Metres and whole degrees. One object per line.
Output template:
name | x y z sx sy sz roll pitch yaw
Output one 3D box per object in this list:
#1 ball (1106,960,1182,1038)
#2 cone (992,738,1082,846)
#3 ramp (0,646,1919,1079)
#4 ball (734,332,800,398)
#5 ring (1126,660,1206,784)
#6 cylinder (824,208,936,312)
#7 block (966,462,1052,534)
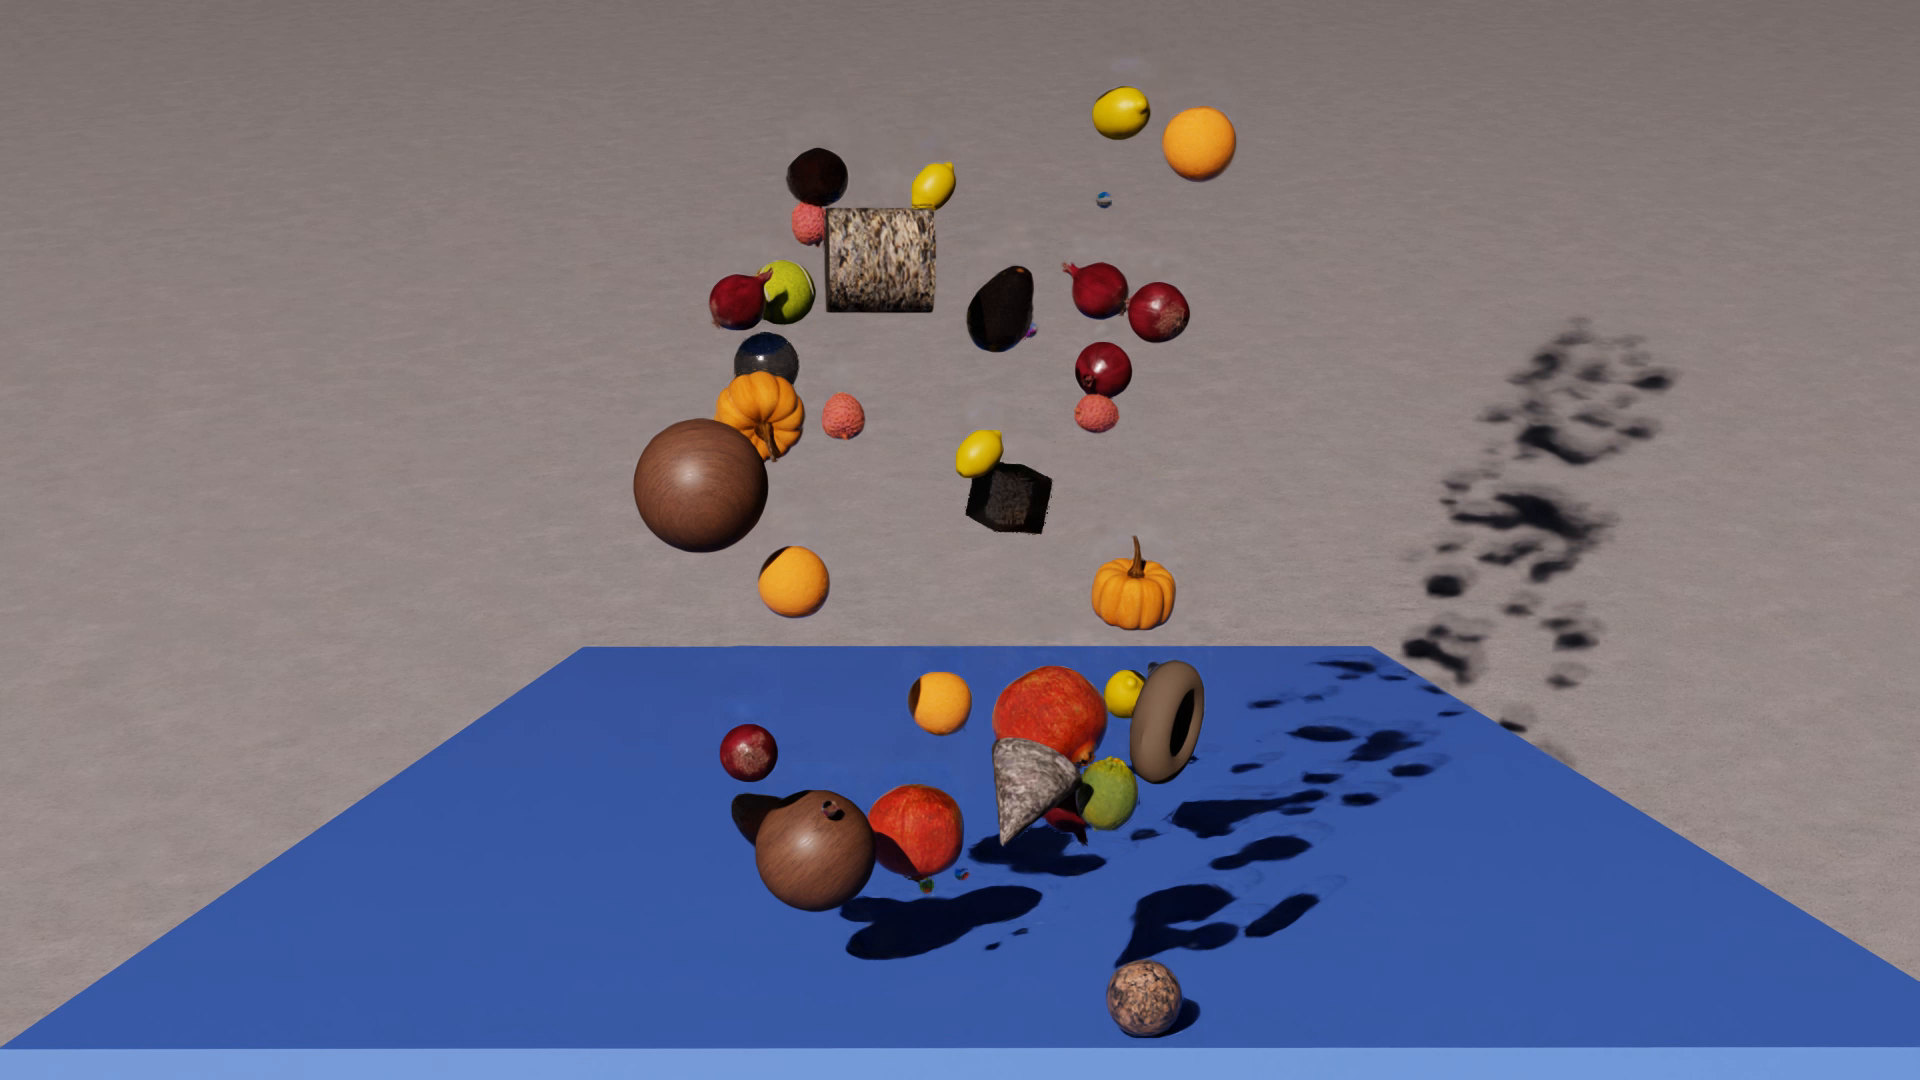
ball | 0.185 0.460 2.578 0.077 0.077 0.077 0 21 0
cone | 0.056 0.251 2.428 0.093 0.093 0.093 10 57 25
ramp | 0.048 0.435 4.532 2.000 0.100 4.000 0 3 0
ball | -0.207 -0.187 2.751 0.070 0.070 0.070 0 21 0
ring | 0.199 0.175 2.473 0.040 0.121 0.121 4 20 33
cylinder | -0.073 -0.253 2.320 0.094 0.094 0.094 0 21 -6
block | 0.052 -0.045 2.741 0.060 0.060 0.060 2 16 -35
